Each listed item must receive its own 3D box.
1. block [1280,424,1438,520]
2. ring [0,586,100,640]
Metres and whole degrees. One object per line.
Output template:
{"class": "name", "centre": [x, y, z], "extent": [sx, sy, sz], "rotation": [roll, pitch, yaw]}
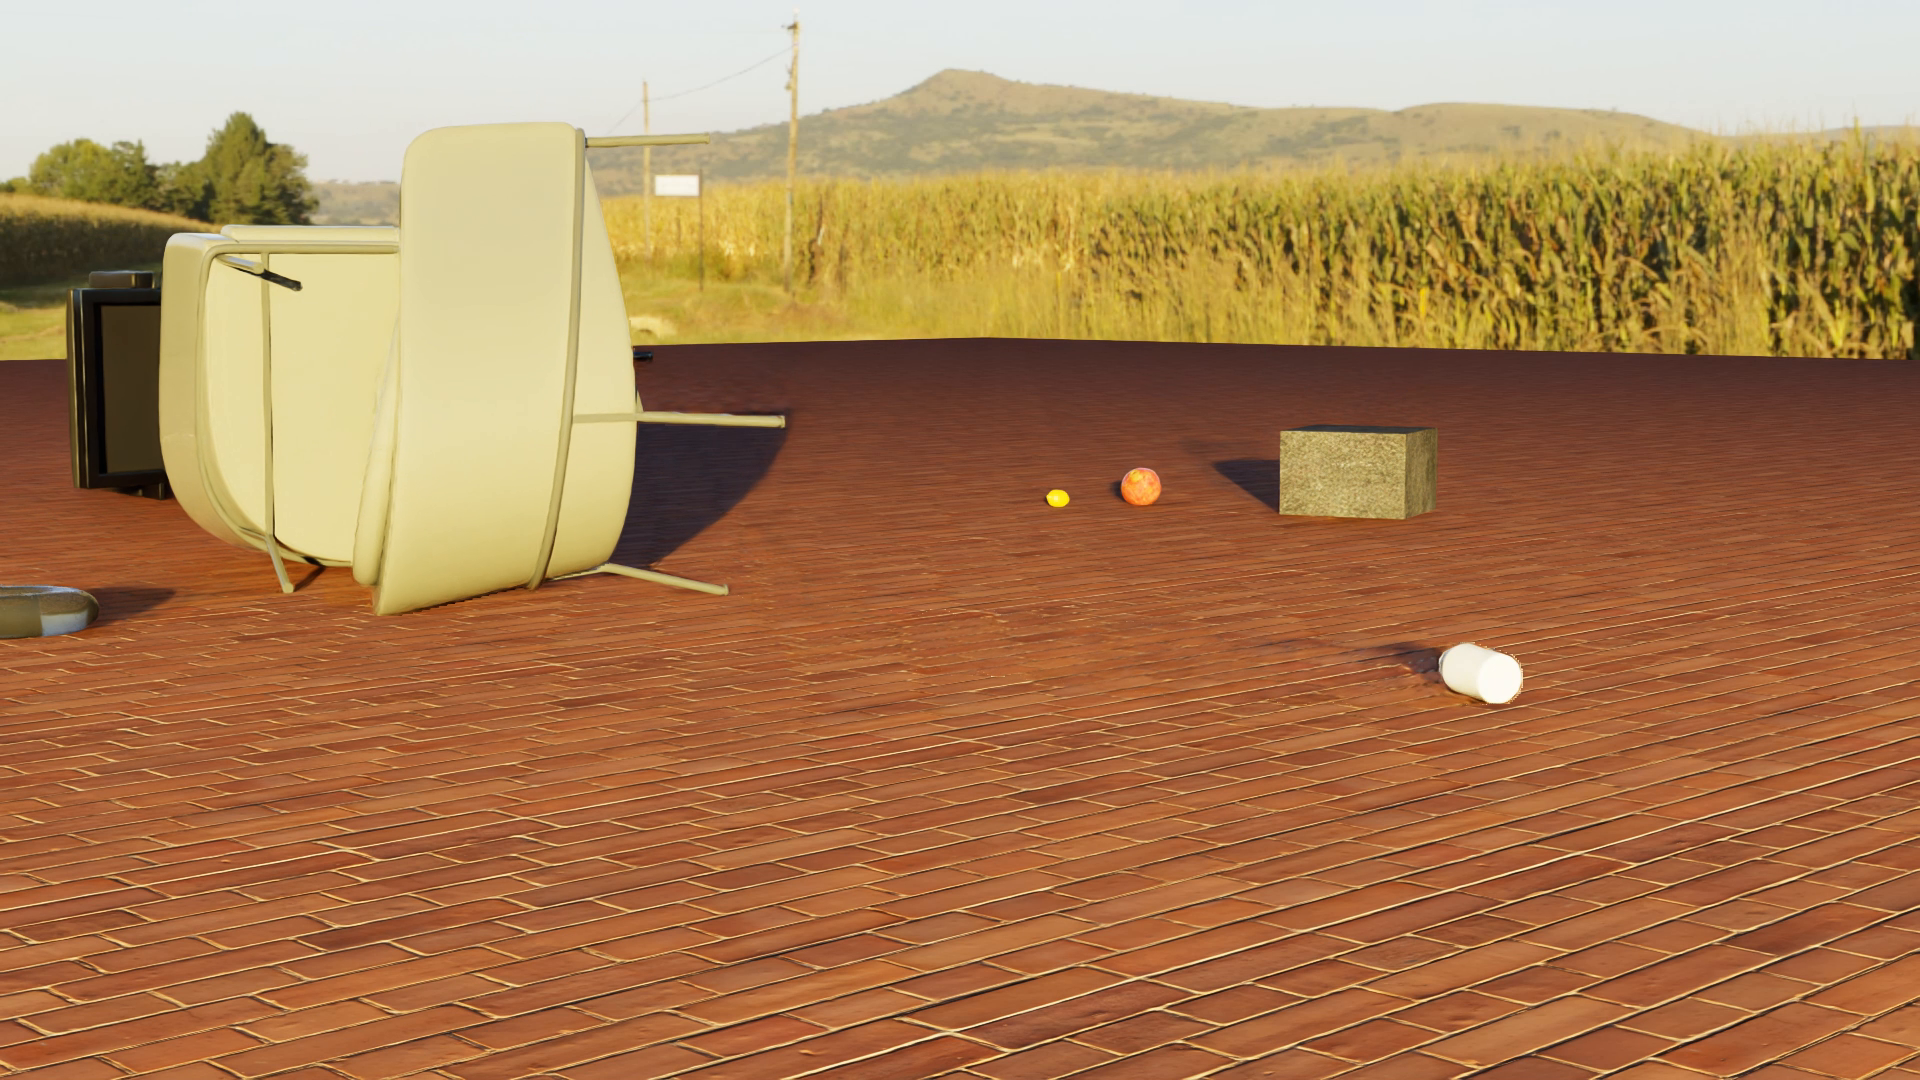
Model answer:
{"class": "block", "centre": [1.116, -0.194, 7.168], "extent": [0.353, 0.231, 0.334], "rotation": [3, 6, 25]}
{"class": "ring", "centre": [-1.764, 0.134, 4.722], "extent": [0.345, 0.082, 0.196], "rotation": [-2, 7, -25]}
